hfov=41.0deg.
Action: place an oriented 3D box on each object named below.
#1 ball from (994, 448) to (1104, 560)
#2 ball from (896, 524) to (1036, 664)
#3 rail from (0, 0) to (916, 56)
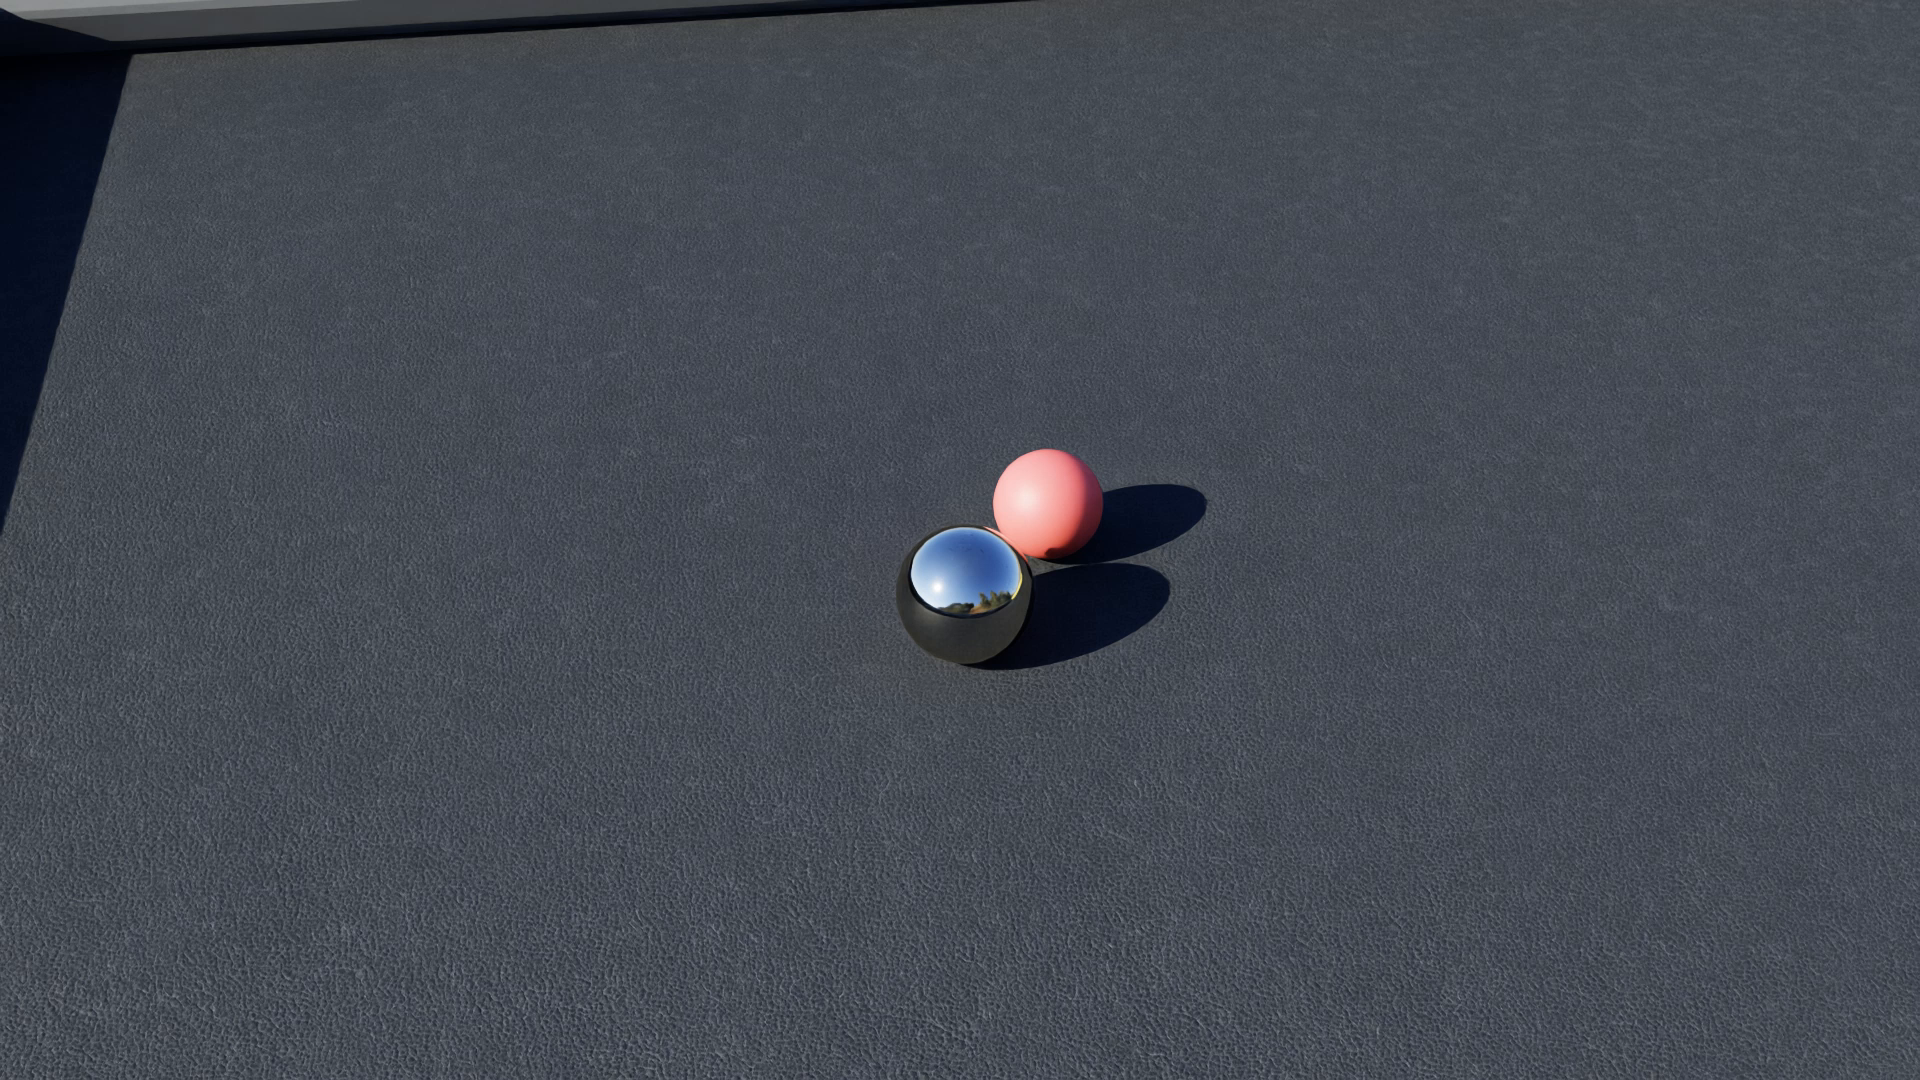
[{"bbox_3d":[0.057,-0.023,1.646,0.071,0.071,0.071,0,36,0],"label":"ball"},{"bbox_3d":[0.004,0.033,1.557,0.085,0.085,0.085,0,36,0],"label":"ball"},{"bbox_3d":[0.651,-0.584,2.383,3.126,0.111,0.045,-5,36,-7],"label":"rail"}]
